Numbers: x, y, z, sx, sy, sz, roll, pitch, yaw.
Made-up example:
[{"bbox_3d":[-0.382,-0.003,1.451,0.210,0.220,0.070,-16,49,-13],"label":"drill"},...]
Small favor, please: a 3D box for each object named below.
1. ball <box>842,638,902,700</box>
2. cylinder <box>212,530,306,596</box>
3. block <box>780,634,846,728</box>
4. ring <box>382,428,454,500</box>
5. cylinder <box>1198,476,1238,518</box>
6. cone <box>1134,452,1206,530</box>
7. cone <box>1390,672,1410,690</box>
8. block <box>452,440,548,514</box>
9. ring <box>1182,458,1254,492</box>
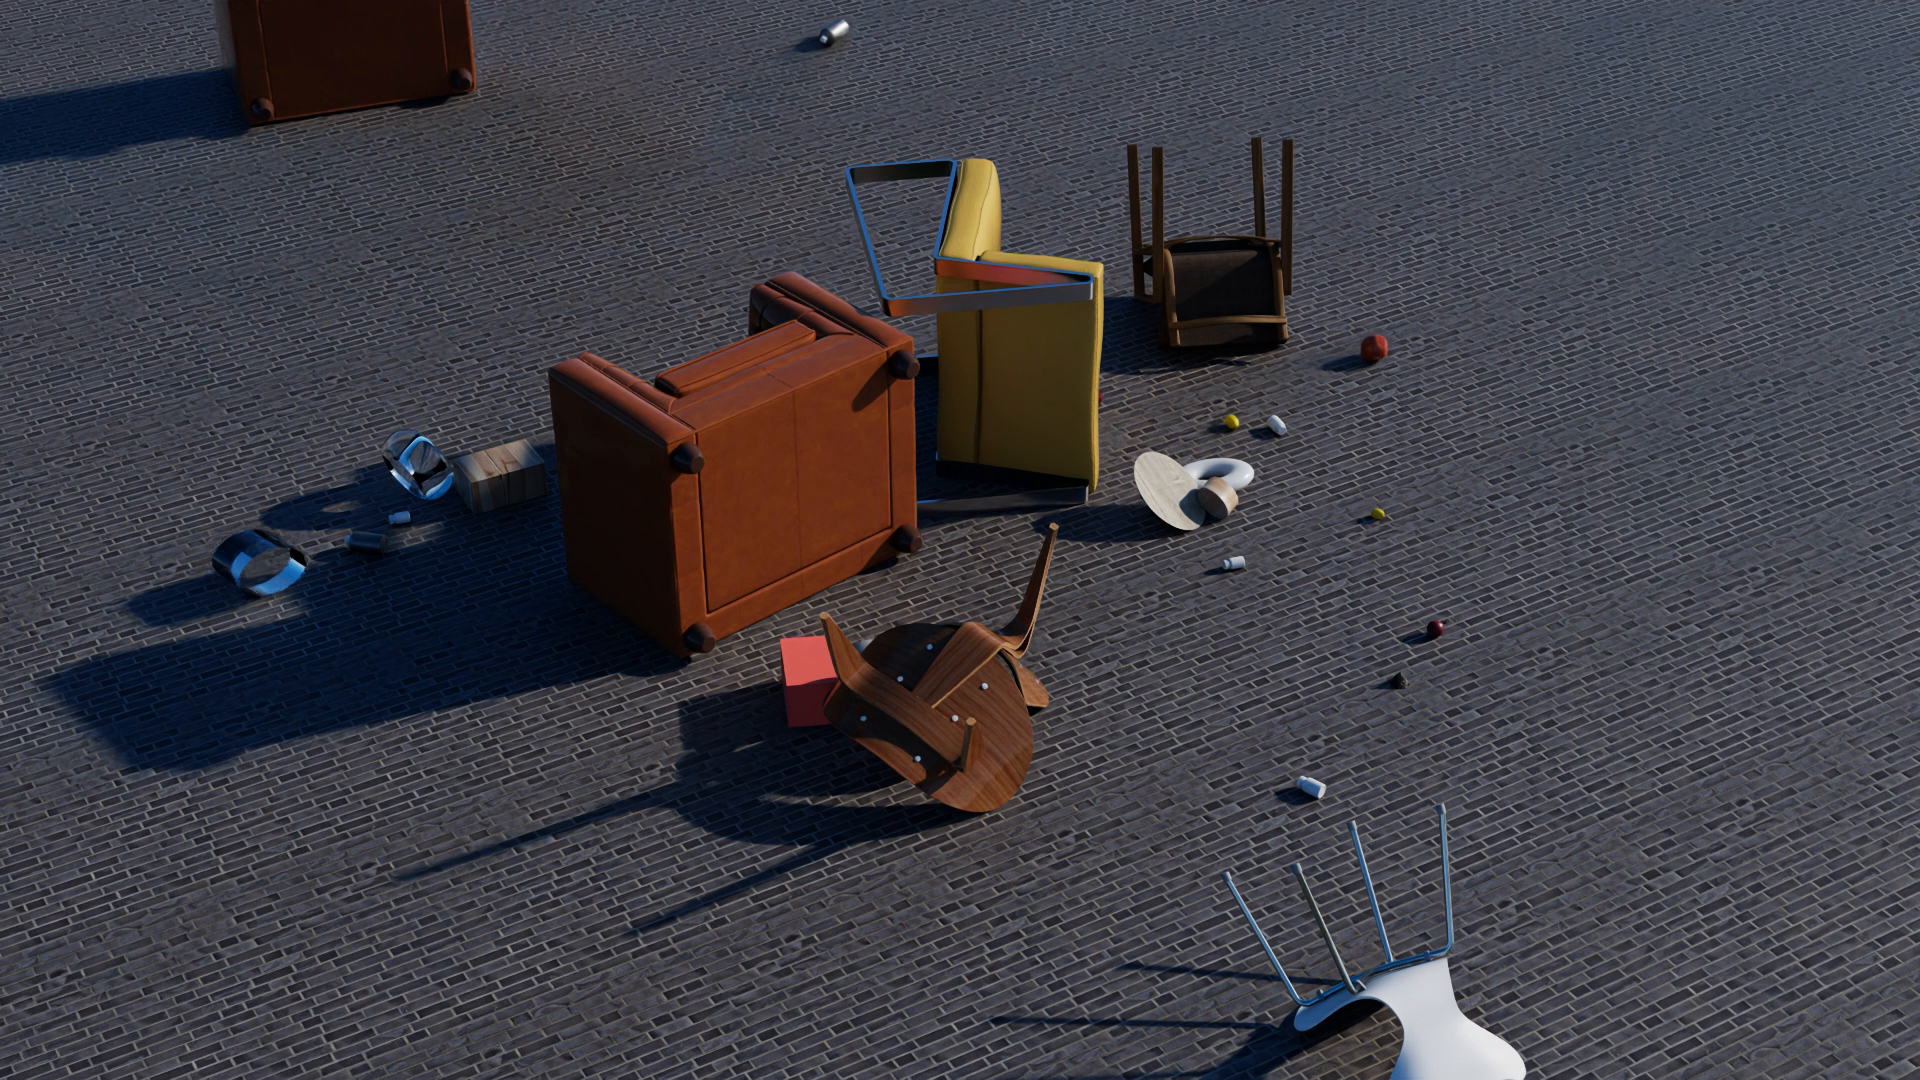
[{"bbox_3d":[-0.303,0.444,10.079,0.210,0.210,0.210,0,33,0],"label":"ball"},{"bbox_3d":[-2.546,0.080,10.647,0.173,0.185,0.286,28,28,35],"label":"cylinder"},{"bbox_3d":[-0.503,0.483,10.052,0.199,0.176,0.276,-4,34,-6],"label":"block"},{"bbox_3d":[-2.062,-0.288,11.150,0.314,0.280,0.145,38,65,21],"label":"ring"},{"bbox_3d":[0.975,-0.160,11.082,0.147,0.092,0.094,47,43,-1],"label":"cylinder"},{"bbox_3d":[0.761,-0.154,11.087,0.297,0.121,0.353,-17,69,-42],"label":"cone"},{"bbox_3d":[1.527,0.476,10.177,0.067,0.050,0.076,-4,34,-6],"label":"cone"},{"bbox_3d":[-1.753,-0.242,11.184,0.298,0.141,0.195,-17,37,-24],"label":"block"},{"bbox_3d":[0.959,-0.235,11.238,0.358,0.072,0.218,-12,35,-17],"label":"ring"}]
